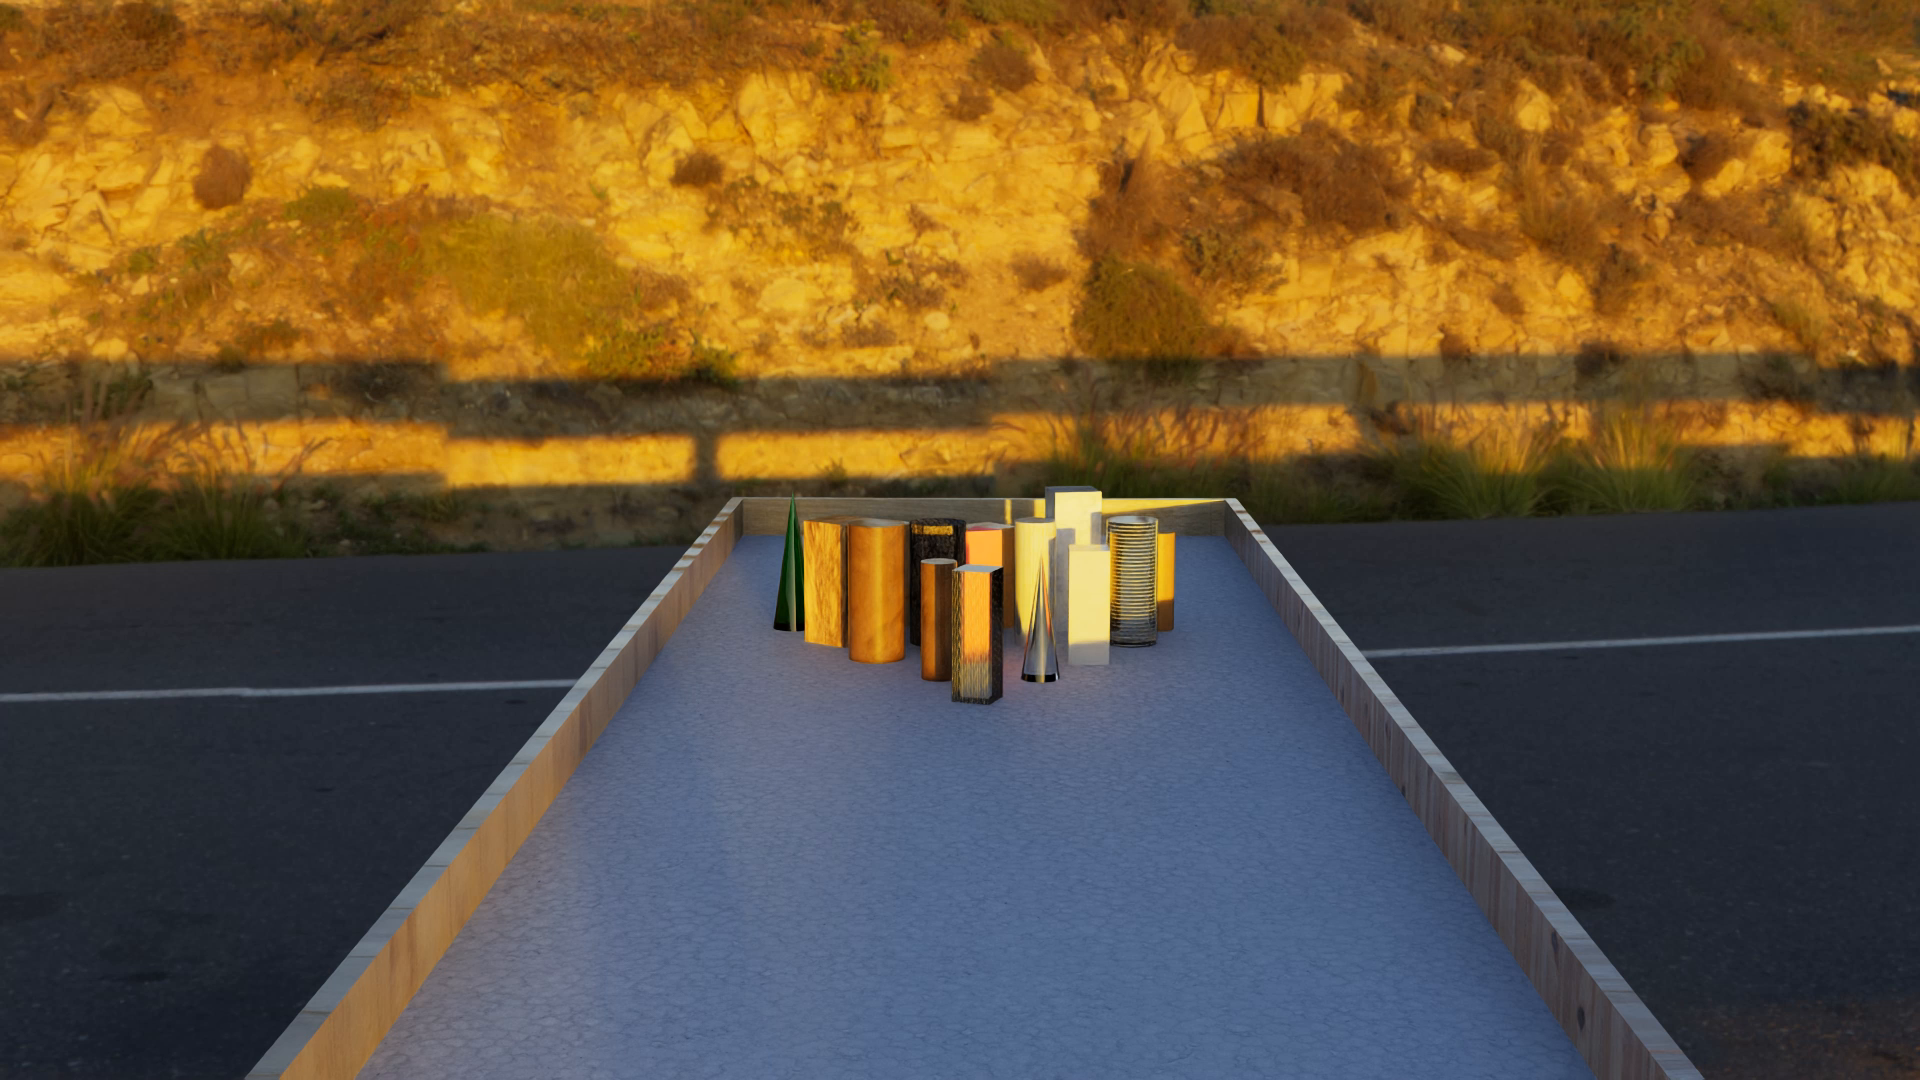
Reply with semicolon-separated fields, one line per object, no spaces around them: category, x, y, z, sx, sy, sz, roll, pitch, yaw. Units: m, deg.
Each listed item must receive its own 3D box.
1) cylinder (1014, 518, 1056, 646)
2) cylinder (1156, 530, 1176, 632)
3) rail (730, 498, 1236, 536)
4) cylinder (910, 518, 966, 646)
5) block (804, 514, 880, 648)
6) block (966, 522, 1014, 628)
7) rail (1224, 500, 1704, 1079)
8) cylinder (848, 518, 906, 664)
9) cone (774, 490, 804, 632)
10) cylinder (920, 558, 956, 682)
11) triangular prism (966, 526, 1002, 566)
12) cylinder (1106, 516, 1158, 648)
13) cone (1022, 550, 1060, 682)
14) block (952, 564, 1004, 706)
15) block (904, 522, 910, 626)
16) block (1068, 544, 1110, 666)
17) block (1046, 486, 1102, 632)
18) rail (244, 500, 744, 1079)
cylinder;0.237;0.132;6.919;0.132;0.393;0.132;0;9;0
cylinder;0.647;0.131;7.162;0.102;0.320;0.102;0;9;0
rail;0.099;-0.098;9.147;2.100;0.150;0.050;0;9;1
cylinder;-0.070;0.133;6.941;0.178;0.384;0.178;0;9;0
block;-0.373;0.128;6.966;0.169;0.387;0.169;7;11;36
block;0.083;0.119;7.197;0.145;0.332;0.145;-8;12;-40
rail;1.046;0.843;3.208;0.050;0.150;12.000;0;9;1
cylinder;-0.254;0.154;6.705;0.173;0.416;0.173;0;9;0
cone;-0.543;0.060;7.170;0.138;0.457;0.138;0;9;0
cylinder;-0.061;0.233;6.429;0.105;0.347;0.105;0;9;0
triangular prism;0.059;0.161;6.721;0.113;0.398;0.098;-3;9;-17
cylinder;0.541;0.130;6.932;0.163;0.393;0.163;0;9;0
cone;0.236;0.217;6.420;0.114;0.383;0.114;0;9;0
block;0.049;0.263;6.155;0.112;0.373;0.112;4;10;21
block;-0.213;0.112;7.225;0.102;0.338;0.102;6;11;33
block;0.390;0.196;6.665;0.122;0.348;0.122;0;9;2
block;0.368;0.059;7.187;0.152;0.454;0.152;-2;9;-10
rail;-1.004;0.839;3.234;0.050;0.150;12.000;0;9;1
